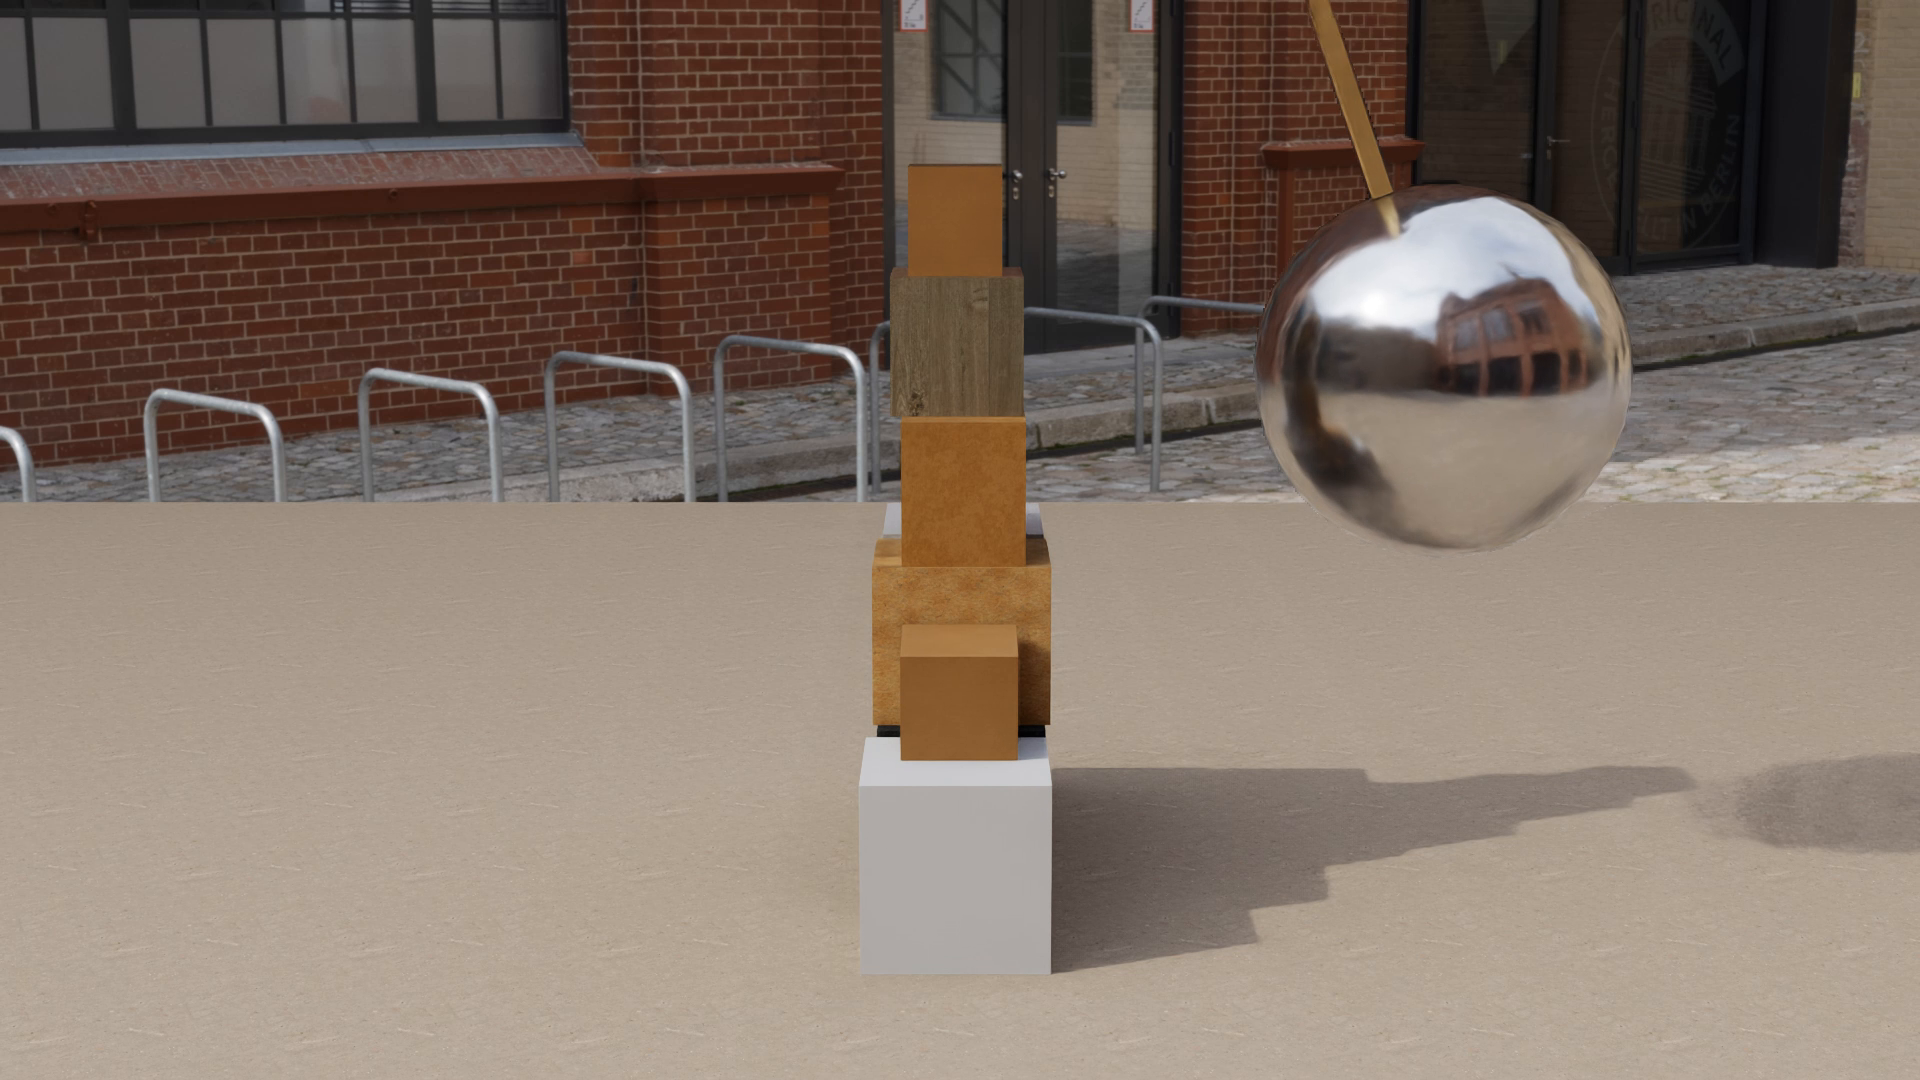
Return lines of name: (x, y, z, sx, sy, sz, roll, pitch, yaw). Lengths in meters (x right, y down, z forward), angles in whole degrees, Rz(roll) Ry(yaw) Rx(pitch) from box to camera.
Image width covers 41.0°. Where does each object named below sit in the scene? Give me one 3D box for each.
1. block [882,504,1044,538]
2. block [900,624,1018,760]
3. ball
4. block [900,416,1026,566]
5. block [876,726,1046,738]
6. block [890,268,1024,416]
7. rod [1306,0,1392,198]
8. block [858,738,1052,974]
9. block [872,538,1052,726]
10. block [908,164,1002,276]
block: (0.014, 0.253, 11.818, 0.713, 0.721, 0.772, 0, 11, 0)
block: (-0.003, 0.622, 10.528, 0.473, 0.438, 0.473, 0, 14, 0)
ball: (2.074, -0.729, 11.048, 1.600, 1.600, 1.600, 0, 10, 0)
block: (0.015, -0.232, 10.914, 0.518, 0.609, 0.505, 0, 10, 0)
block: (0.005, 1.128, 11.141, 0.706, 0.795, 0.702, 0, 10, 0)
block: (-0.013, -0.858, 11.024, 0.559, 0.583, 0.590, 0, 10, 0)
rod: (0.899, -3.867, 10.477, 0.080, 5.200, 0.080, -20, 10, 4)
block: (-0.017, 1.270, 10.424, 0.752, 0.772, 0.741, 0, 10, 0)
block: (0.007, 0.388, 11.099, 0.749, 0.676, 0.682, 0, 10, 0)
block: (-0.020, -1.368, 10.931, 0.394, 0.454, 0.413, 0, 10, 0)
